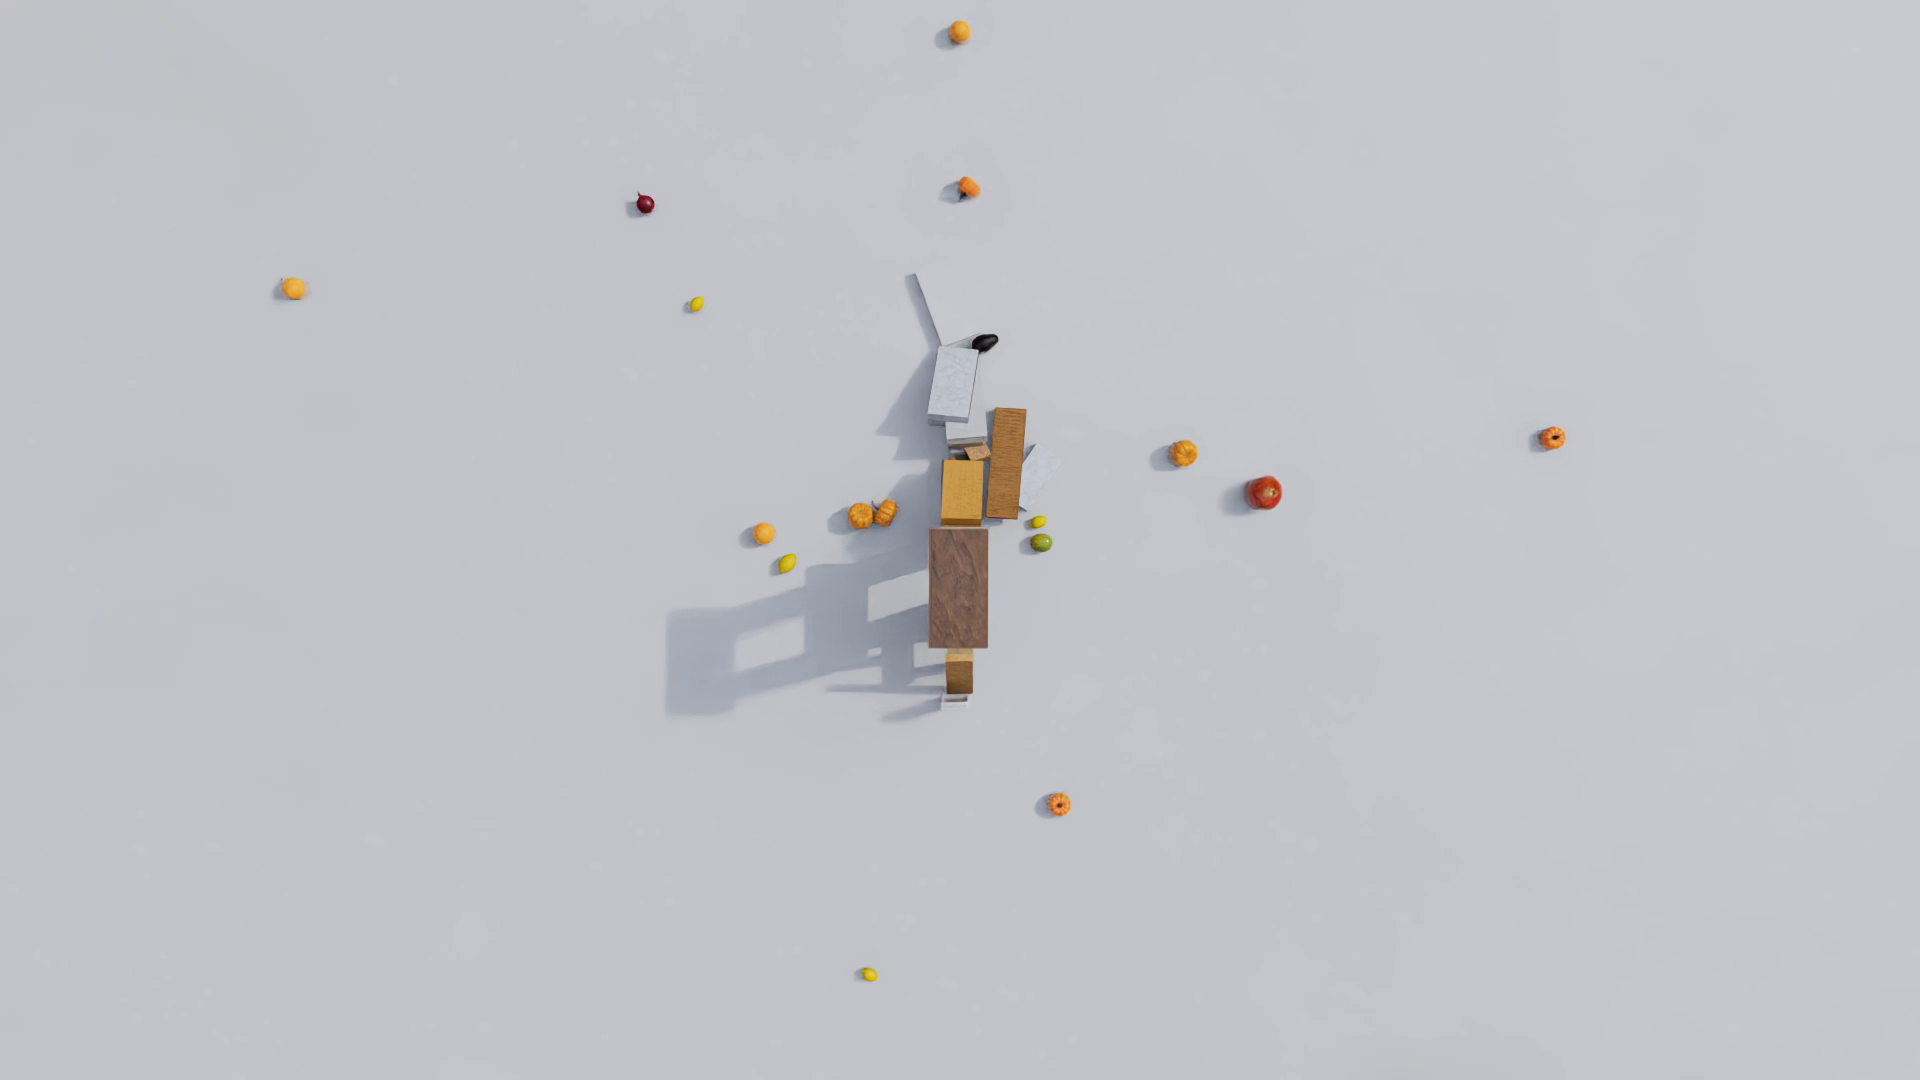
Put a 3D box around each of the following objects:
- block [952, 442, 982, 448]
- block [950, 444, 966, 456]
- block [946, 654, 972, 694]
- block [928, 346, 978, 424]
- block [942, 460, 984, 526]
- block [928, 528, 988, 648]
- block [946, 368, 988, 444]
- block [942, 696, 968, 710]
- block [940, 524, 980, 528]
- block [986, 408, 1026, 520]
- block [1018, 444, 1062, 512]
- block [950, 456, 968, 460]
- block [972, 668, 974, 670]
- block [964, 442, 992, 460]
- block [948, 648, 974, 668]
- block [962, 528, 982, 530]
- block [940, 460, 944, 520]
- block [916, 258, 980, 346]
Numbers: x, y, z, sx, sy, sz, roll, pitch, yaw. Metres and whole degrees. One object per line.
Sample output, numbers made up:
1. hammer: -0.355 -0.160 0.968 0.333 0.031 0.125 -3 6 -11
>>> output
1. block: 0.014 -0.402 5.439 0.103 0.029 0.206 -5 62 0
2. block: 0.003 -0.348 5.463 0.070 0.020 0.140 0 66 0
3. block: -0.002 0.435 5.328 0.086 0.361 0.024 -1 68 0
4. block: -0.021 -0.511 5.417 0.132 0.037 0.265 6 63 5
5. block: 0.008 -0.152 5.314 0.127 0.036 0.255 2 49 1
6. block: -0.004 0.140 4.768 0.171 0.049 0.343 0 90 0
7. block: 0.014 -0.441 5.421 0.132 0.037 0.265 -5 62 0
8. block: -0.017 0.533 5.414 0.086 0.172 0.024 -2 91 0
9. block: 0.003 -0.058 5.372 0.127 0.255 0.036 0 104 0
10. block: 0.154 -0.254 5.463 0.103 0.029 0.366 4 85 8
11. block: 0.241 -0.209 5.485 0.103 0.029 0.206 35 90 0
12. block: 0.005 -0.271 5.450 0.070 0.020 0.140 0 53 0
13. block: 0.002 0.403 5.417 0.083 0.166 0.023 0 79 0
14. block: 0.041 -0.322 5.430 0.070 0.020 0.140 -23 68 -10
15. block: 0.001 0.331 5.322 0.083 0.023 0.166 -1 90 0
16. block: -0.013 0.120 5.159 0.159 0.045 0.319 0 90 0
17. block: 0.002 -0.164 5.396 0.127 0.255 0.036 0 134 0
18. block: -0.041 -0.789 5.481 0.132 0.037 0.265 -20 90 0
